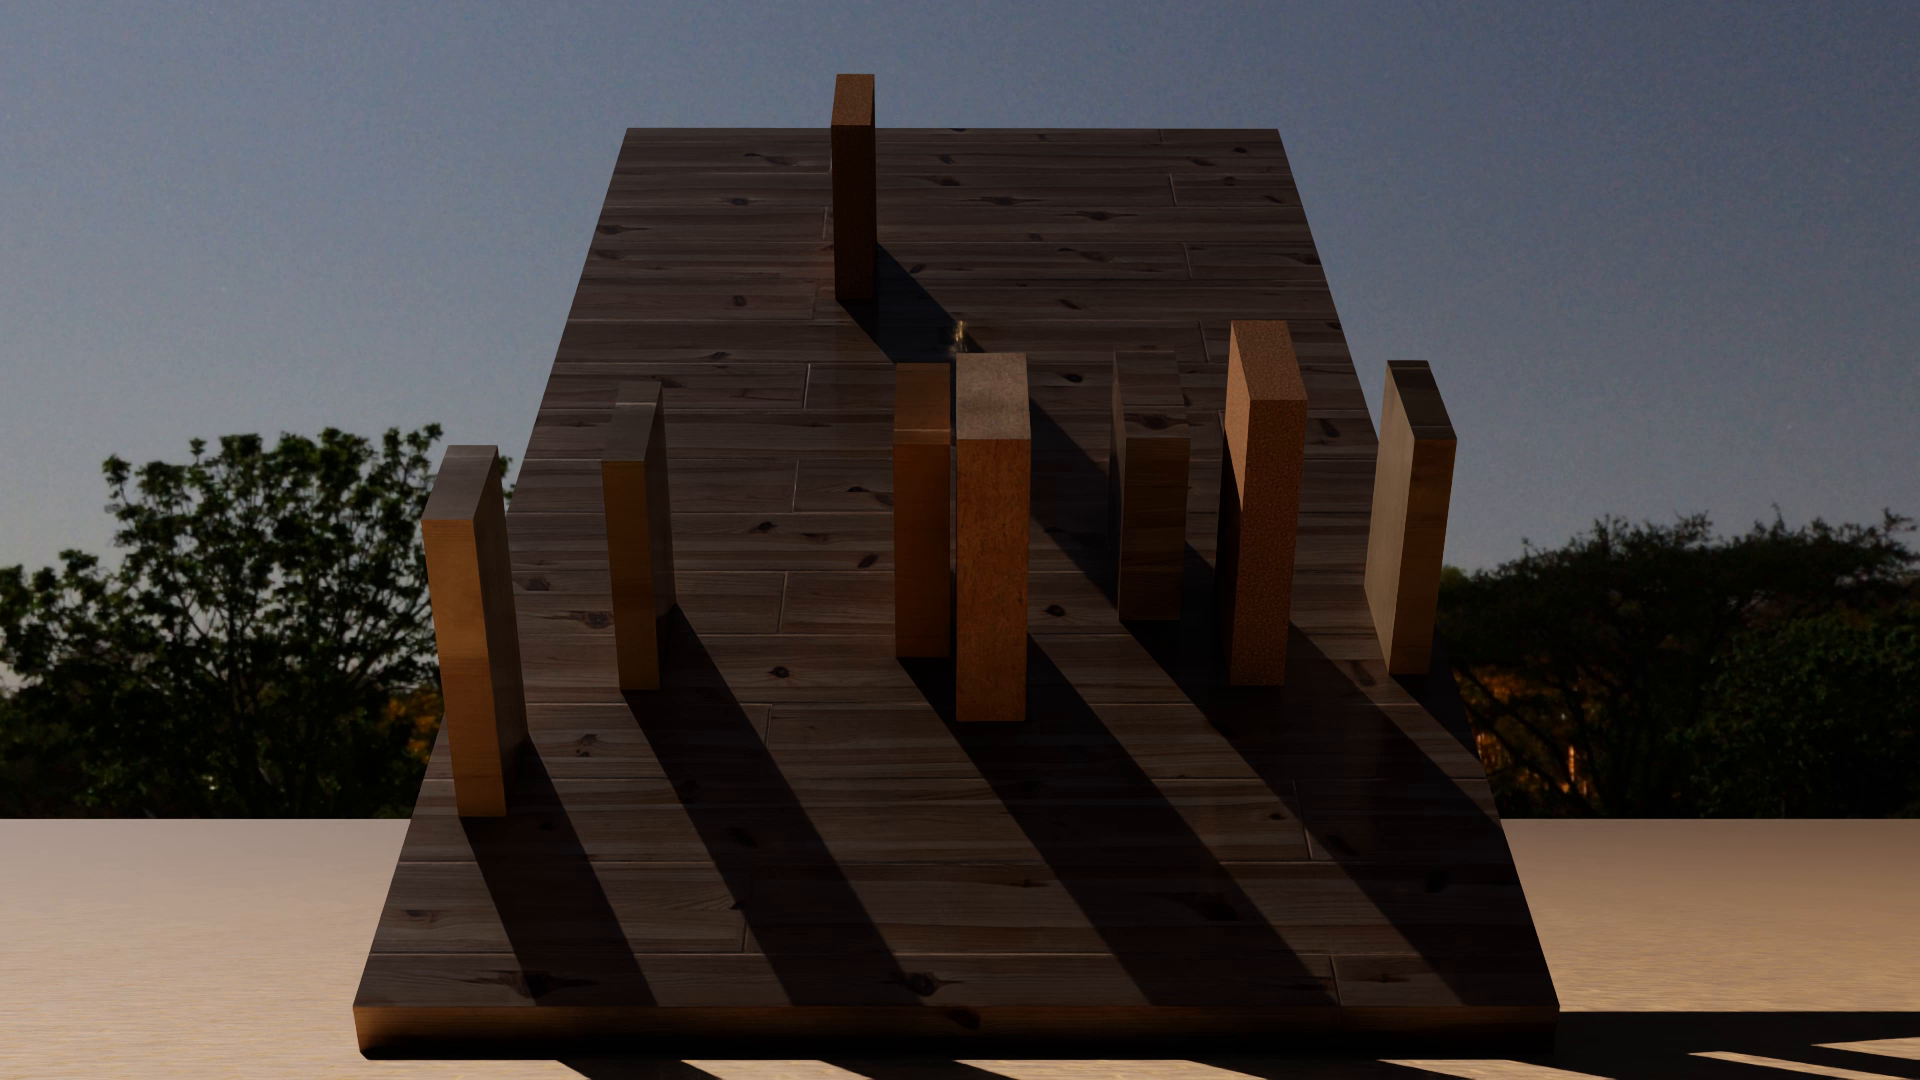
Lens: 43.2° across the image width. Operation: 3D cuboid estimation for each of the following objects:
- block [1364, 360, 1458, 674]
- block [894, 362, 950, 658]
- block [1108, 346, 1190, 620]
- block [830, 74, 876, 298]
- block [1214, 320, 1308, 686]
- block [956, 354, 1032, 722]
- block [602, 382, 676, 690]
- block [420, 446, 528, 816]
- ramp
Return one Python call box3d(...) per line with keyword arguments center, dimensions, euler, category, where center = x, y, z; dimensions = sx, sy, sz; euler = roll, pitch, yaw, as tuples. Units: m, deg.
box3d(center=(0.901, -0.046, 4.878), dimensions=(0.080, 0.536, 0.335), euler=(0, 31, 0), category="block")
box3d(center=(-0.075, -0.062, 4.942), dimensions=(0.110, 0.491, 0.351), euler=(0, 31, 0), category="block")
box3d(center=(0.393, -0.125, 5.111), dimensions=(0.128, 0.430, 0.417), euler=(0, 31, 0), category="block")
box3d(center=(-0.278, -0.939, 6.429), dimensions=(0.100, 0.483, 0.377), euler=(0, 31, 0), category="block")
box3d(center=(0.591, -0.073, 4.819), dimensions=(0.107, 0.639, 0.342), euler=(0, 31, 0), category="block")
box3d(center=(0.060, -0.005, 4.717), dimensions=(0.134, 0.623, 0.353), euler=(0, 31, 0), category="block")
box3d(center=(-0.635, -0.009, 4.822), dimensions=(0.080, 0.518, 0.329), euler=(0, 31, 0), category="block")
box3d(center=(-0.876, 0.169, 4.409), dimensions=(0.089, 0.631, 0.266), euler=(0, 31, 0), category="block")
box3d(center=(-0.014, -0.204, 5.762), dimensions=(2.000, 0.100, 4.000), euler=(0, 31, 0), category="ramp")
